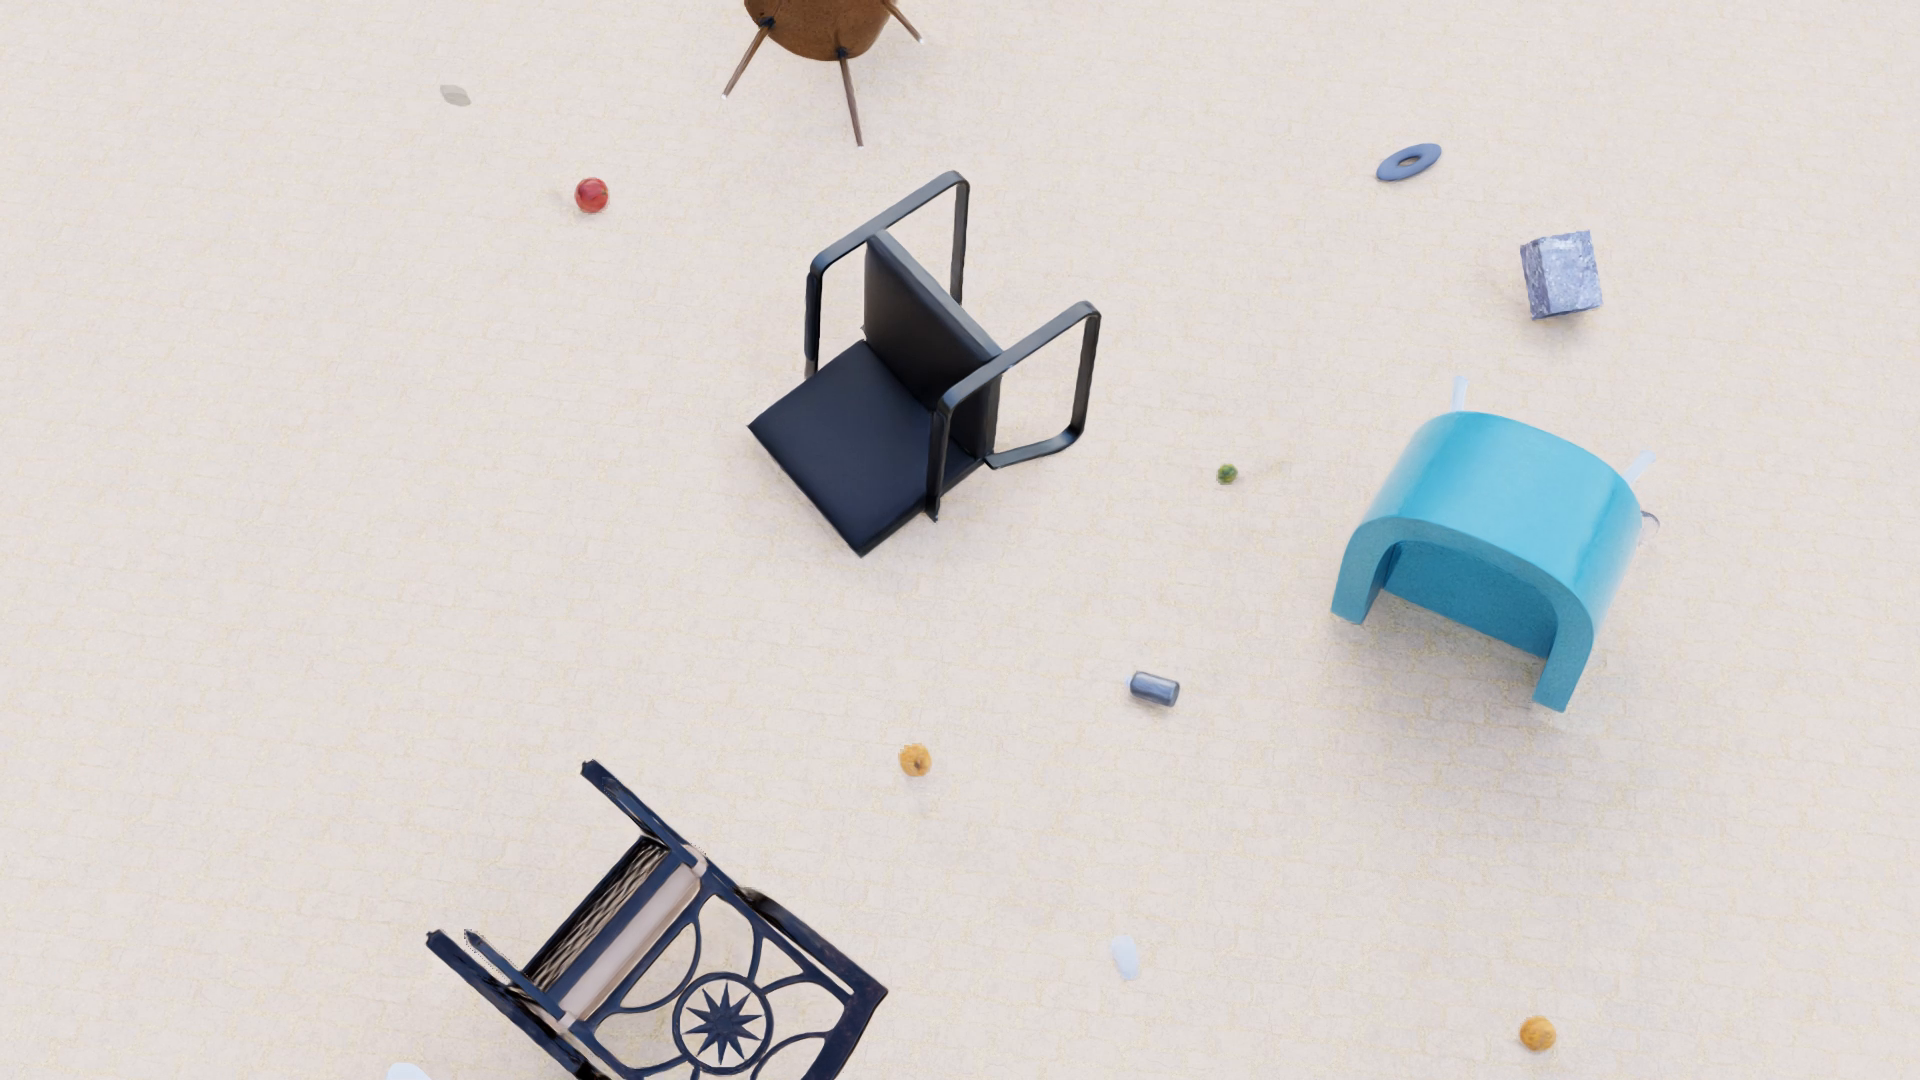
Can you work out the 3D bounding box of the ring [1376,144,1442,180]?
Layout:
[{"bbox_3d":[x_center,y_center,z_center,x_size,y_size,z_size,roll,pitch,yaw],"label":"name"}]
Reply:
[{"bbox_3d":[1.512,-1.273,7.405,0.264,0.039,0.108,-26,59,-16],"label":"ring"}]

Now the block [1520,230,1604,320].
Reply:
[{"bbox_3d":[1.907,-0.840,6.978,0.173,0.161,0.239,-10,89,-7],"label":"block"}]

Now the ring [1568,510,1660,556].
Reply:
[{"bbox_3d":[1.942,-0.021,6.534,0.286,0.093,0.118,-11,55,-6],"label":"ring"}]
